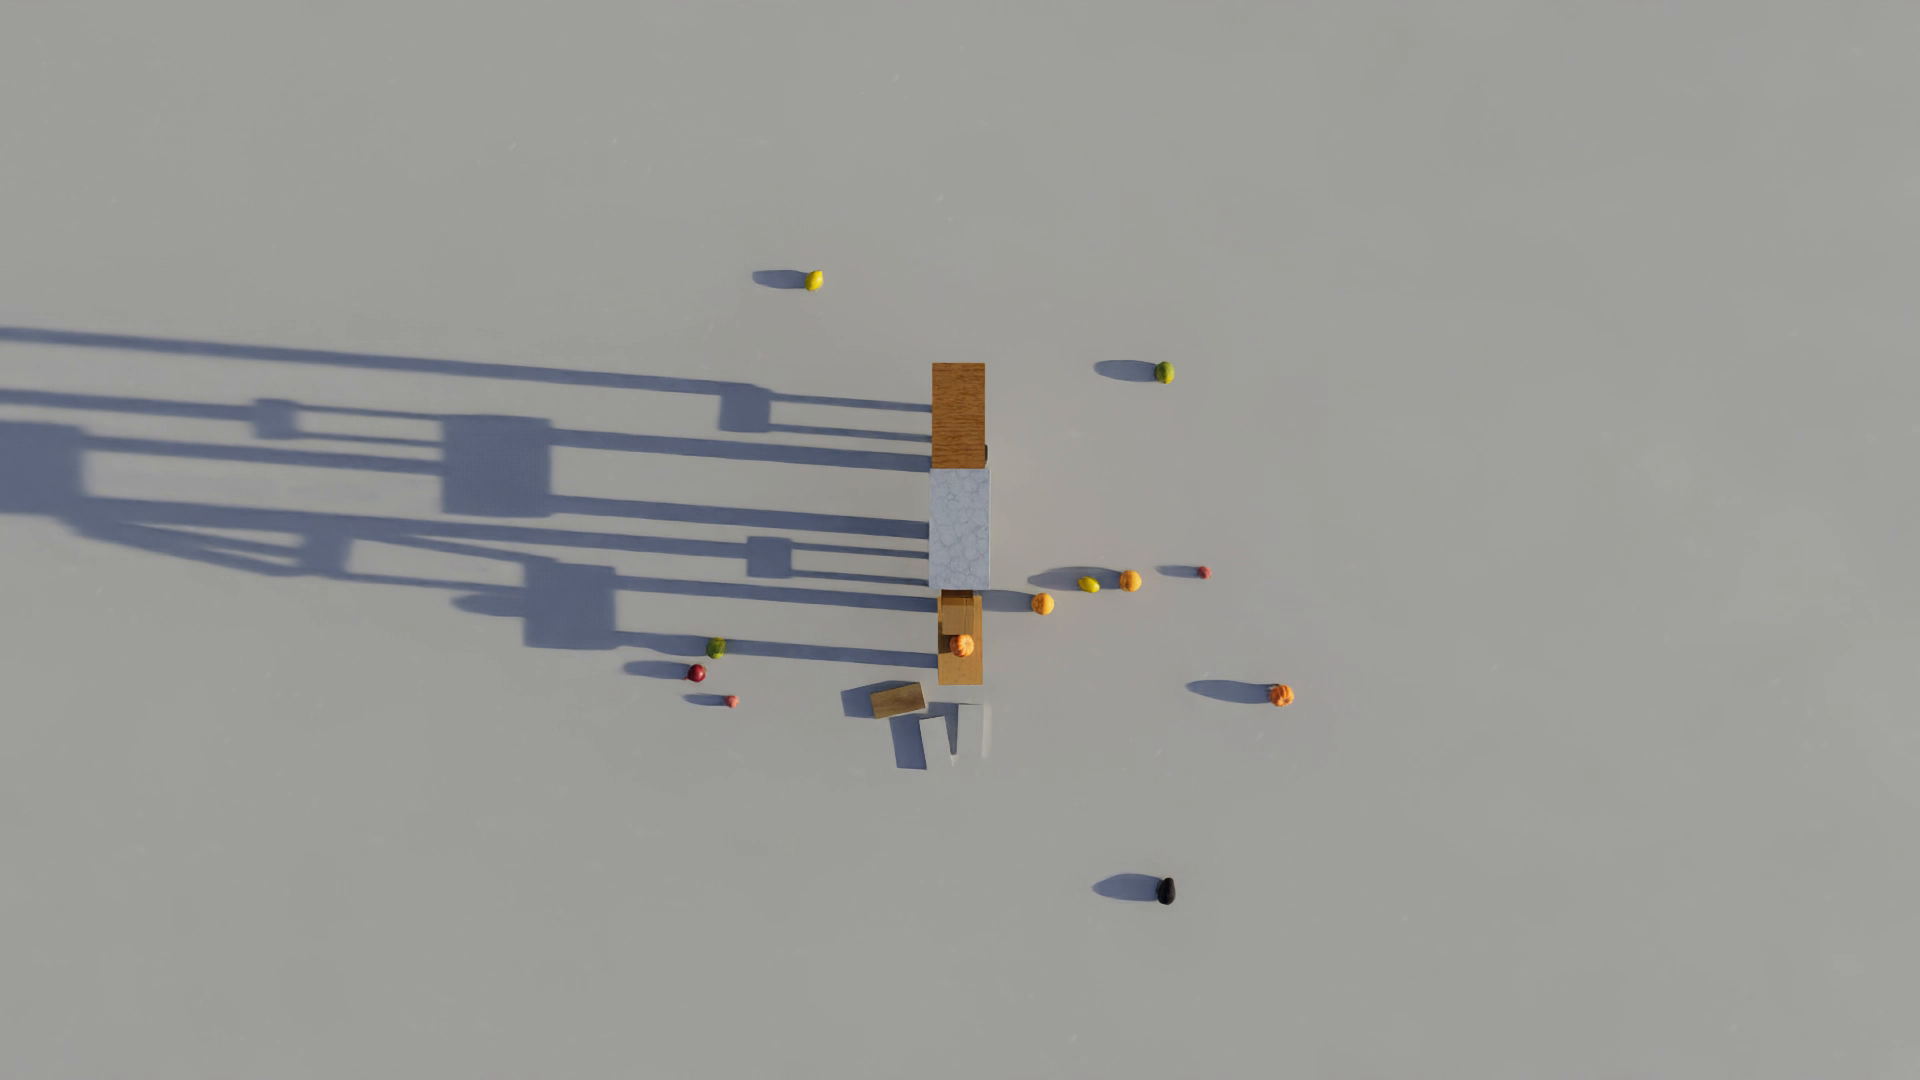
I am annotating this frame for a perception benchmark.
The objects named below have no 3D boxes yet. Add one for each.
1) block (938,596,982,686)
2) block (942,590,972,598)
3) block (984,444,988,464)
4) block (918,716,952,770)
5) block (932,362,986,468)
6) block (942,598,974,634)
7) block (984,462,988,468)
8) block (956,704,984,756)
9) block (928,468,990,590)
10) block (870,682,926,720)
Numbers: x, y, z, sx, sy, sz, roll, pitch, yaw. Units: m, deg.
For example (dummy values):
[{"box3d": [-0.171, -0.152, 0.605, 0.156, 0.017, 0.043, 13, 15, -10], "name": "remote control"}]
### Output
[{"box3d": [0.001, 0.316, 5.201, 0.140, 0.040, 0.279, -1, 90, 0], "name": "block"}, {"box3d": [-0.008, 0.178, 4.912, 0.093, 0.185, 0.026, 0, 72, 0], "name": "block"}, {"box3d": [0.004, -0.248, 4.818, 0.149, 0.298, 0.042, 0, 90, 0], "name": "block"}, {"box3d": [-0.080, 0.676, 5.488, 0.085, 0.024, 0.171, -10, 90, 0], "name": "block"}, {"box3d": [-0.004, -0.349, 4.648, 0.149, 0.042, 0.298, 0, 90, 0], "name": "block"}, {"box3d": [-0.005, 0.228, 4.914, 0.093, 0.185, 0.026, 1, 59, 0], "name": "block"}, {"box3d": [0.005, -0.134, 5.144, 0.166, 0.047, 0.332, 0, 90, 0], "name": "block"}, {"box3d": [0.035, 0.633, 5.488, 0.086, 0.024, 0.171, 2, 90, 0], "name": "block"}, {"box3d": [-0.001, -0.029, 4.426, 0.162, 0.046, 0.323, 0, 90, 0], "name": "block"}, {"box3d": [-0.207, 0.535, 5.488, 0.171, 0.024, 0.086, -13, 90, 0], "name": "block"}]
